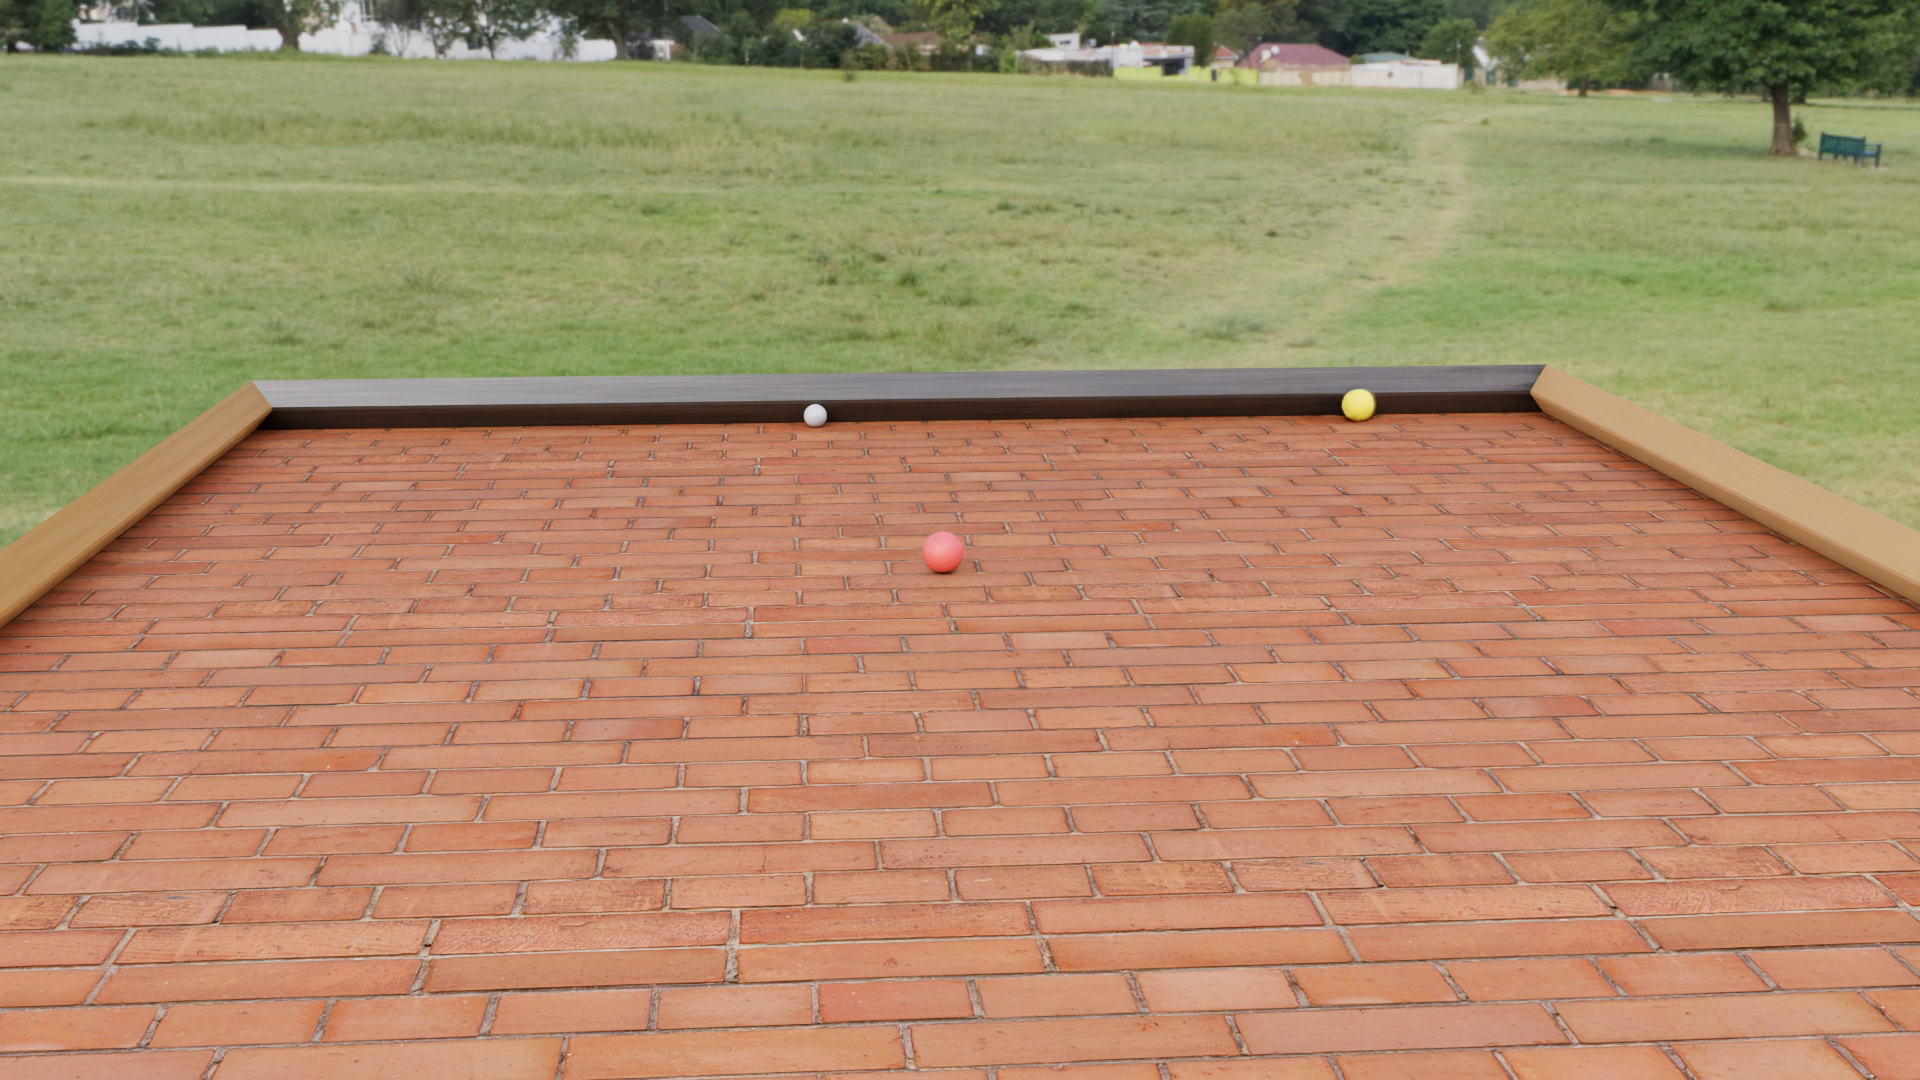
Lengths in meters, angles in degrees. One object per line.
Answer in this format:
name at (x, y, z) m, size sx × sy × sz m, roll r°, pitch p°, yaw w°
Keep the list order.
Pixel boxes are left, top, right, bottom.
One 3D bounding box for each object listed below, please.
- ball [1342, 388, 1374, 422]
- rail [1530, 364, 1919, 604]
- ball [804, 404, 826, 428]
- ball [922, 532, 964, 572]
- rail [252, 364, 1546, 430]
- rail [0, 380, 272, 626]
ball at (0.754, -0.255, 4.163) m, size 0.062 × 0.062 × 0.062 m, roll 0°, pitch 13°, yaw 0°
rail at (1.287, 0.212, 2.114) m, size 0.045 × 0.092 × 4.422 m, roll -1°, pitch 13°, yaw -4°
ball at (-0.270, -0.232, 4.104) m, size 0.044 × 0.044 × 0.044 m, roll 0°, pitch 13°, yaw 0°
ball at (-0.023, 0.017, 3.021) m, size 0.057 × 0.057 × 0.057 m, roll 0°, pitch 13°, yaw 0°
rail at (-0.086, -0.267, 4.143) m, size 2.453 × 0.092 × 0.045 m, roll -1°, pitch 13°, yaw -4°
rail at (-1.111, 0.256, 1.928) m, size 0.045 × 0.092 × 4.422 m, roll -1°, pitch 13°, yaw -4°
